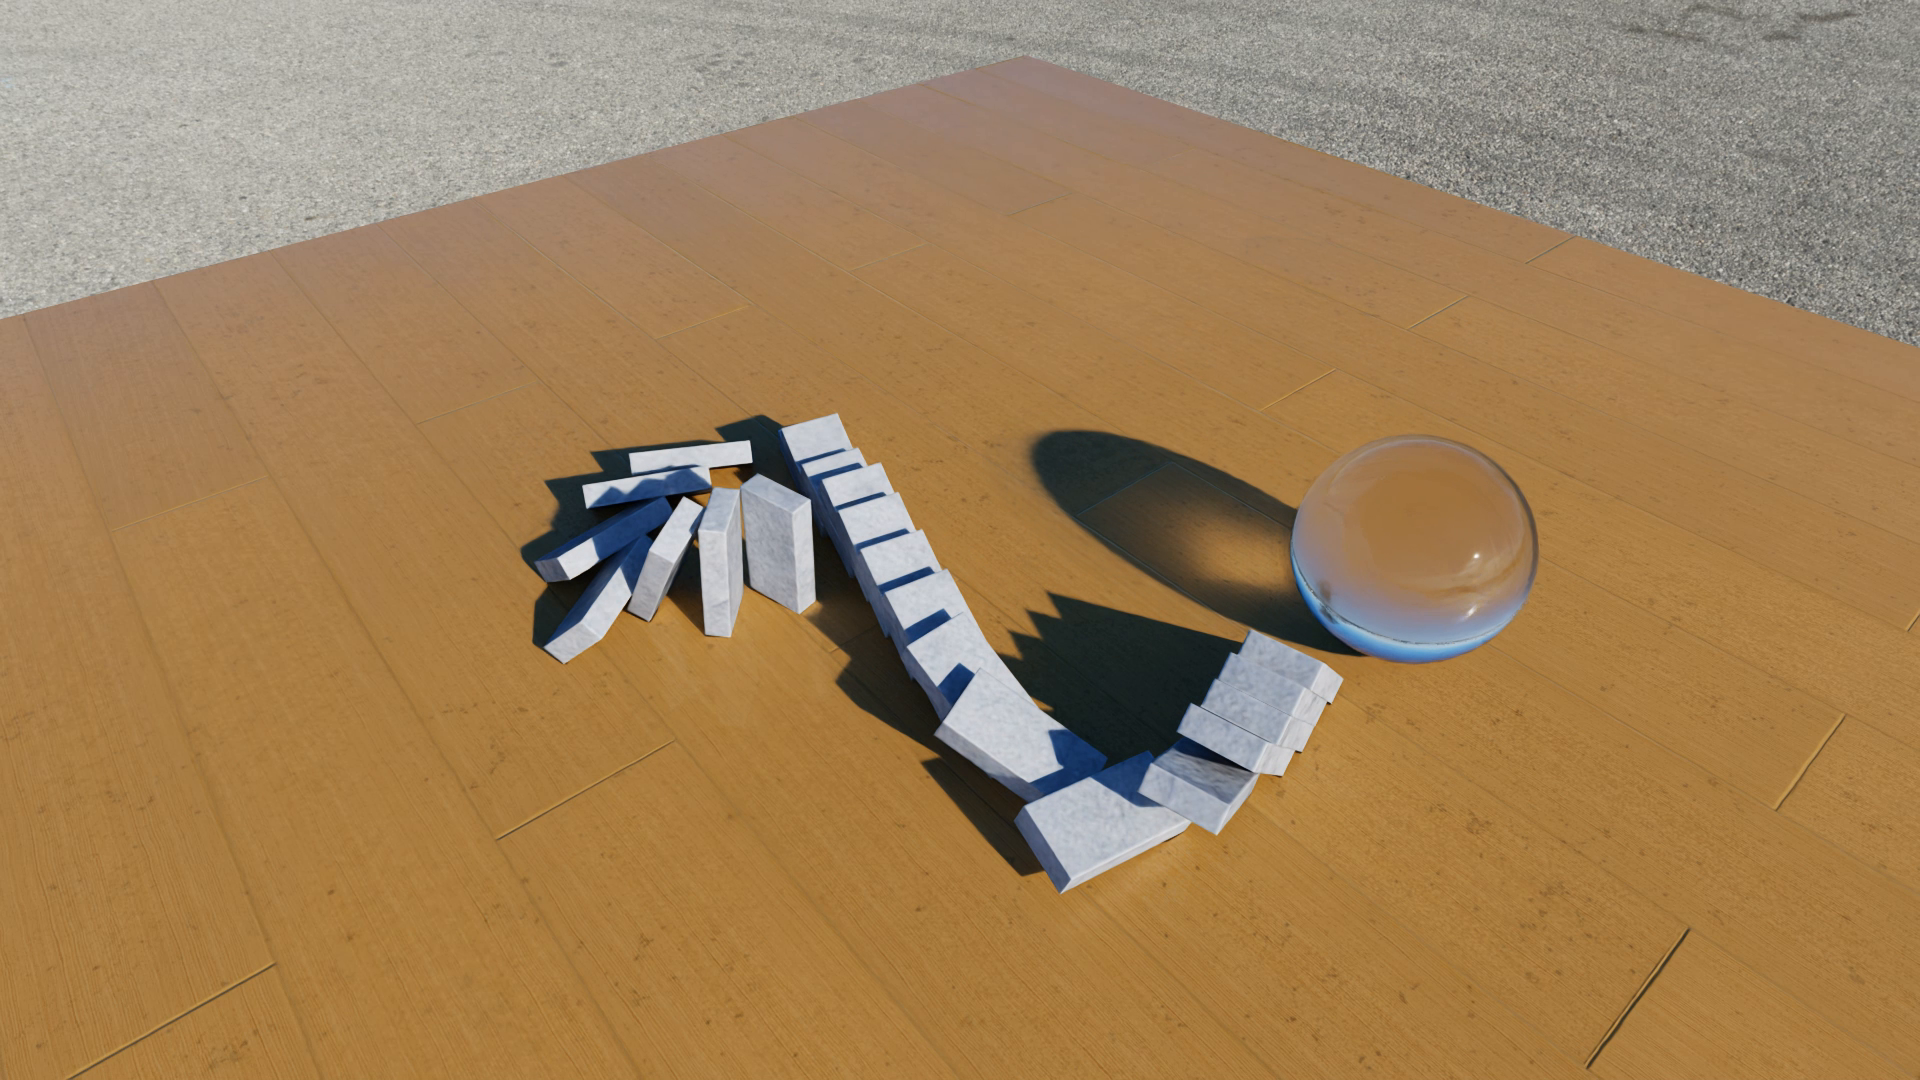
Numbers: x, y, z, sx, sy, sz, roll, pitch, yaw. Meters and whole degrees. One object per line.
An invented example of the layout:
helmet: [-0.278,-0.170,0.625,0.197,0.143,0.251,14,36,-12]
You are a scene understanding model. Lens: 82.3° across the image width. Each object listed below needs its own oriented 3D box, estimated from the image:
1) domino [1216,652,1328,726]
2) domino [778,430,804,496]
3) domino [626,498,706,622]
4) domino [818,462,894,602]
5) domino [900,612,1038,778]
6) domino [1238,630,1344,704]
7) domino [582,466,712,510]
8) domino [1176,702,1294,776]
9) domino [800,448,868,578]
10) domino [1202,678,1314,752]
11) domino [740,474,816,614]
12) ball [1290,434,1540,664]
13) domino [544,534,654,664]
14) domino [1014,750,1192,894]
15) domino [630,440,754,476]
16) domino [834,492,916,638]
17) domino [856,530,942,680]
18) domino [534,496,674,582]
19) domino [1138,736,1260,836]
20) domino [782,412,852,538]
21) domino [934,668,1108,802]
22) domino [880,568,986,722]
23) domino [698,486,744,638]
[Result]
domino: [0.102,0.049,0.358,0.025,0.050,0.009,26,90,28]
domino: [-0.062,-0.034,0.485,0.025,0.010,0.050,-13,41,-15]
domino: [-0.107,0.008,0.400,0.009,0.050,0.025,29,53,-9]
domino: [-0.033,-0.003,0.427,0.025,0.009,0.050,-18,73,-22]
domino: [0.005,0.051,0.365,0.025,0.010,0.050,-30,73,-30]
domino: [0.111,0.042,0.365,0.025,0.050,0.010,26,90,28]
domino: [-0.130,-0.022,0.459,0.050,0.009,0.025,-10,2,-12]
domino: [0.086,0.062,0.341,0.025,0.050,0.009,26,90,28]
domino: [-0.043,-0.012,0.442,0.025,0.009,0.050,-20,67,-22]
domino: [0.095,0.056,0.349,0.025,0.050,0.010,26,90,28]
domino: [-0.067,0.002,0.408,0.025,0.050,0.010,26,46,23]
ball: [0.157,0.003,0.384,0.080,0.080,0.080,0,39,0]
domino: [-0.131,0.021,0.407,0.025,0.010,0.050,-30,25,33]
domino: [0.044,0.084,0.330,0.050,0.009,0.025,-15,55,-32]
domino: [-0.115,-0.035,0.477,0.050,0.009,0.025,-7,5,-9]
domino: [-0.026,0.009,0.413,0.025,0.009,0.050,-19,73,-22]
domino: [-0.016,0.023,0.398,0.025,0.009,0.050,-18,70,-22]
domino: [-0.140,-0.001,0.435,0.025,0.009,0.050,-7,24,49]
domino: [0.074,0.072,0.333,0.025,0.009,0.050,26,12,23]
domino: [-0.055,-0.028,0.461,0.025,0.009,0.050,-18,67,-17]
domino: [0.019,0.065,0.348,0.050,0.010,0.025,35,49,4]
domino: [-0.005,0.037,0.382,0.025,0.010,0.050,-20,69,-23]
domino: [-0.087,0.008,0.401,0.009,0.050,0.025,6,39,-2]
